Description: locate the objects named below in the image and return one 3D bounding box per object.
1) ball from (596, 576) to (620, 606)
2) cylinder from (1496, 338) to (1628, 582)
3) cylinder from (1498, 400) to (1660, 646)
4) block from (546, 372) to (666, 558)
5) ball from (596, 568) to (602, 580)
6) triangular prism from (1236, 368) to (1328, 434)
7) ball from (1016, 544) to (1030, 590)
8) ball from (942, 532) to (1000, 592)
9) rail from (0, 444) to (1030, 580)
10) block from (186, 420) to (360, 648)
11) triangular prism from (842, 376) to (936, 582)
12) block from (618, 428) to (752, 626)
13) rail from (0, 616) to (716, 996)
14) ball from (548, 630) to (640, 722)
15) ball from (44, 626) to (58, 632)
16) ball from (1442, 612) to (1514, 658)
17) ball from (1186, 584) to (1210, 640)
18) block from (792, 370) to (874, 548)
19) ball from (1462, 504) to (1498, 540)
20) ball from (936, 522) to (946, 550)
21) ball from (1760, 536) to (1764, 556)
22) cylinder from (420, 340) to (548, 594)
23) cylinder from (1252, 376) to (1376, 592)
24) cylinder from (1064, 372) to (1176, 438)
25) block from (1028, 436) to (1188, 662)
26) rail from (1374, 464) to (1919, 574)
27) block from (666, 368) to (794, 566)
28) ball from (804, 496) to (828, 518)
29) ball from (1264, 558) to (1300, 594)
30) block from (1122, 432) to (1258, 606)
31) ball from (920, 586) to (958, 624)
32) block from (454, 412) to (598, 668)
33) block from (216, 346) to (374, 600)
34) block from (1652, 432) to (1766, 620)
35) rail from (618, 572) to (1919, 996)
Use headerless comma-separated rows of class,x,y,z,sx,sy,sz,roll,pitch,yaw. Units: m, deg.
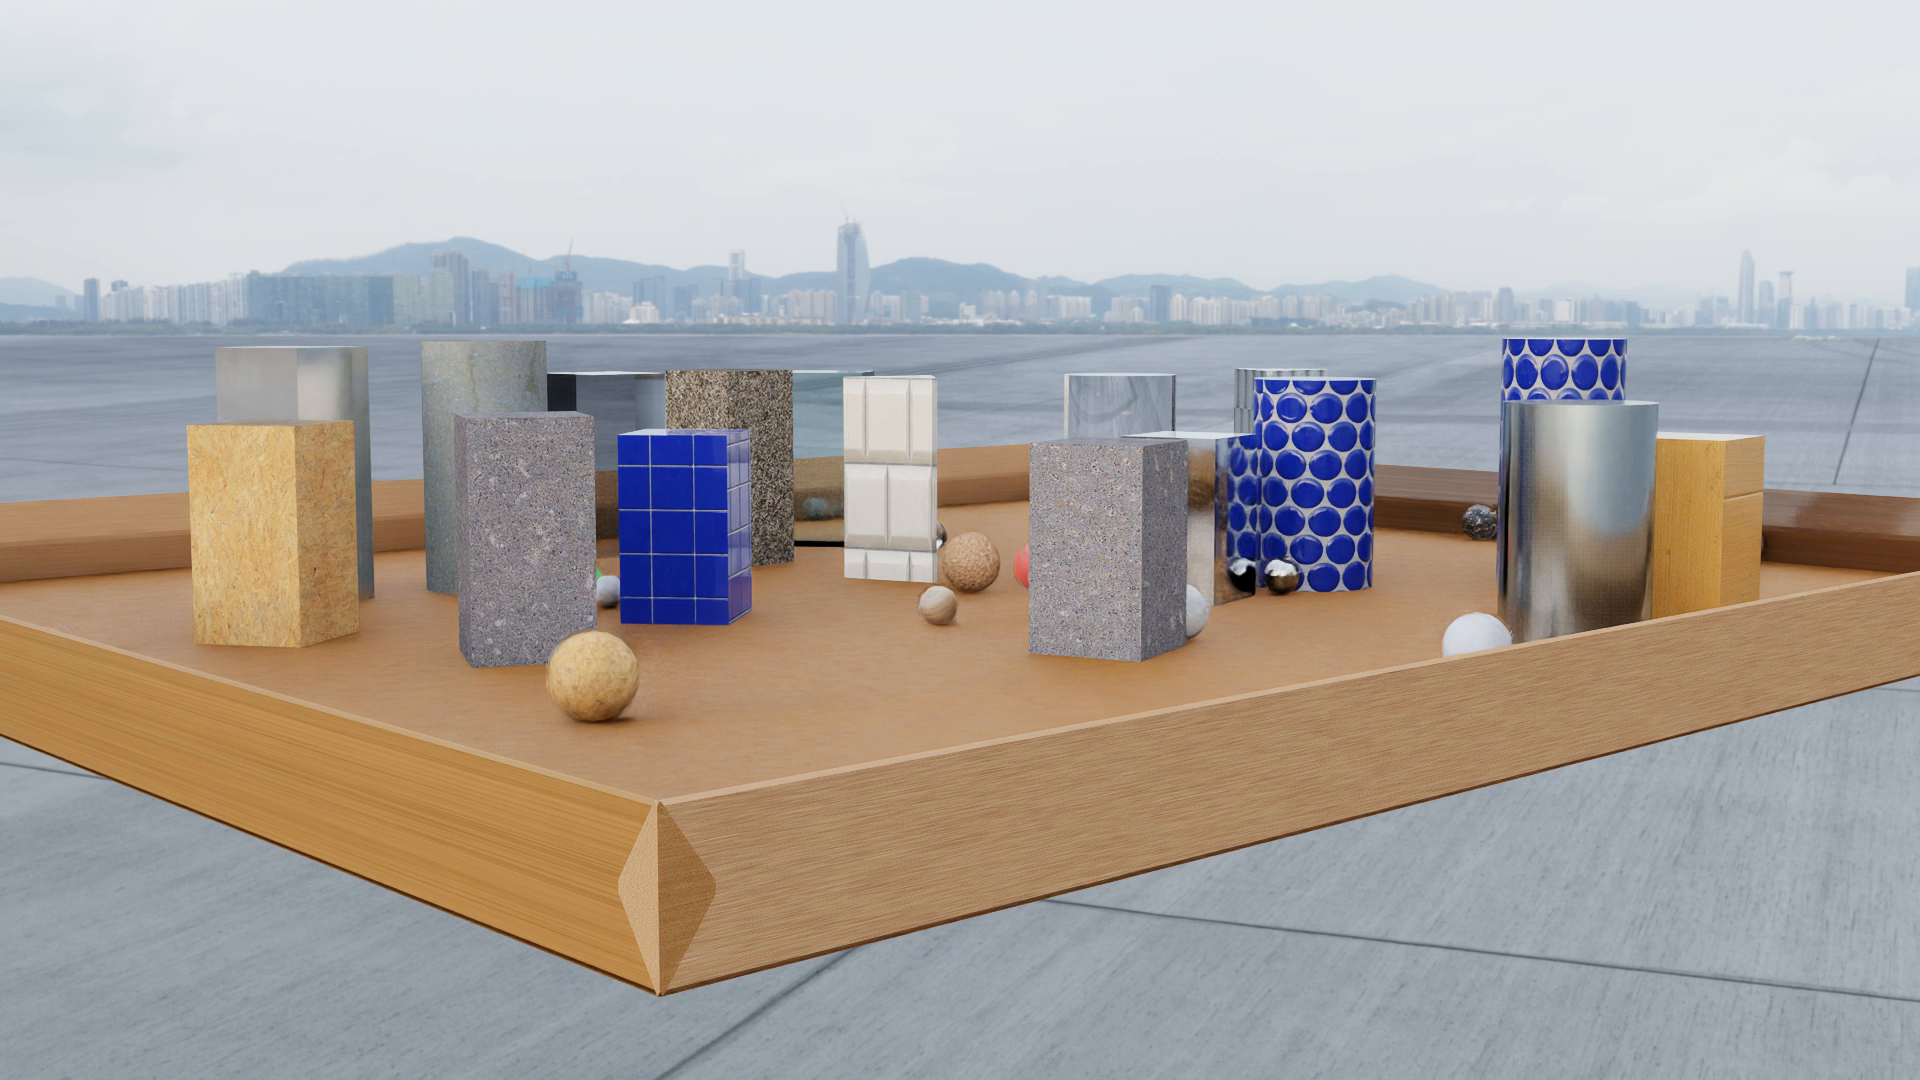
ball,-0.528,0.077,3.309,0.048,0.048,0.048,0,6,0
cylinder,0.982,-0.129,3.593,0.196,0.398,0.196,0,6,0
cylinder,0.809,-0.018,2.885,0.196,0.325,0.196,0,6,0
block,-0.651,-0.141,4.039,0.157,0.330,0.157,-6,8,-44
ball,-0.578,0.064,3.373,0.061,0.061,0.061,0,6,0
triangular prism,0.561,-0.144,4.031,0.170,0.337,0.147,-6,8,-43
ball,0.129,0.041,3.477,0.084,0.084,0.084,0,6,0
ball,0.018,0.034,3.492,0.094,0.094,0.094,0,6,0
rail,-0.851,-0.063,4.249,2.890,0.128,0.045,-5,8,-42
block,-0.931,-0.013,2.990,0.157,0.293,0.157,1,6,13
triangular prism,-0.086,-0.107,3.691,0.170,0.334,0.147,3,7,25
block,-0.397,-0.022,3.189,0.157,0.269,0.157,1,6,7
rail,-1.045,0.133,2.373,0.045,0.128,2.557,-5,8,-42
ball,-0.398,0.148,2.388,0.098,0.098,0.098,0,6,0
ball,-1.170,0.132,2.814,0.041,0.041,0.041,0,6,0
ball,0.621,0.129,2.637,0.084,0.084,0.084,0,6,0
ball,0.298,0.097,2.972,0.078,0.078,0.078,0,6,0
block,-0.253,-0.158,4.208,0.157,0.328,0.157,1,6,7
ball,1.010,-0.034,4.261,0.071,0.071,0.071,0,6,0
ball,-0.051,-0.008,4.091,0.053,0.053,0.053,0,6,0
ball,1.375,0.006,3.864,0.073,0.073,0.073,0,6,0
cylinder,-0.760,-0.121,3.530,0.196,0.396,0.196,0,6,0
cylinder,0.572,-0.094,3.566,0.196,0.334,0.196,0,6,0
cylinder,0.280,-0.124,3.860,0.196,0.332,0.196,0,6,0
block,0.196,0.008,2.883,0.157,0.274,0.157,3,7,27
rail,1.045,-0.067,4.291,0.045,0.128,2.557,-5,8,-42
block,-0.406,-0.130,3.882,0.157,0.339,0.157,5,8,40
ball,-0.308,-0.070,4.701,0.050,0.050,0.050,0,6,0
ball,0.506,0.057,3.458,0.057,0.057,0.057,0,6,0
block,0.354,-0.036,3.404,0.157,0.253,0.157,4,7,31
ball,-0.030,0.092,3.124,0.055,0.055,0.055,0,6,0
block,-0.559,-0.005,2.828,0.157,0.311,0.157,-2,6,-18
block,-1.014,-0.100,3.359,0.157,0.389,0.157,3,7,25
block,1.015,-0.010,3.074,0.157,0.270,0.157,5,8,38
rail,0.851,0.129,2.415,2.890,0.128,0.045,-5,8,-42
